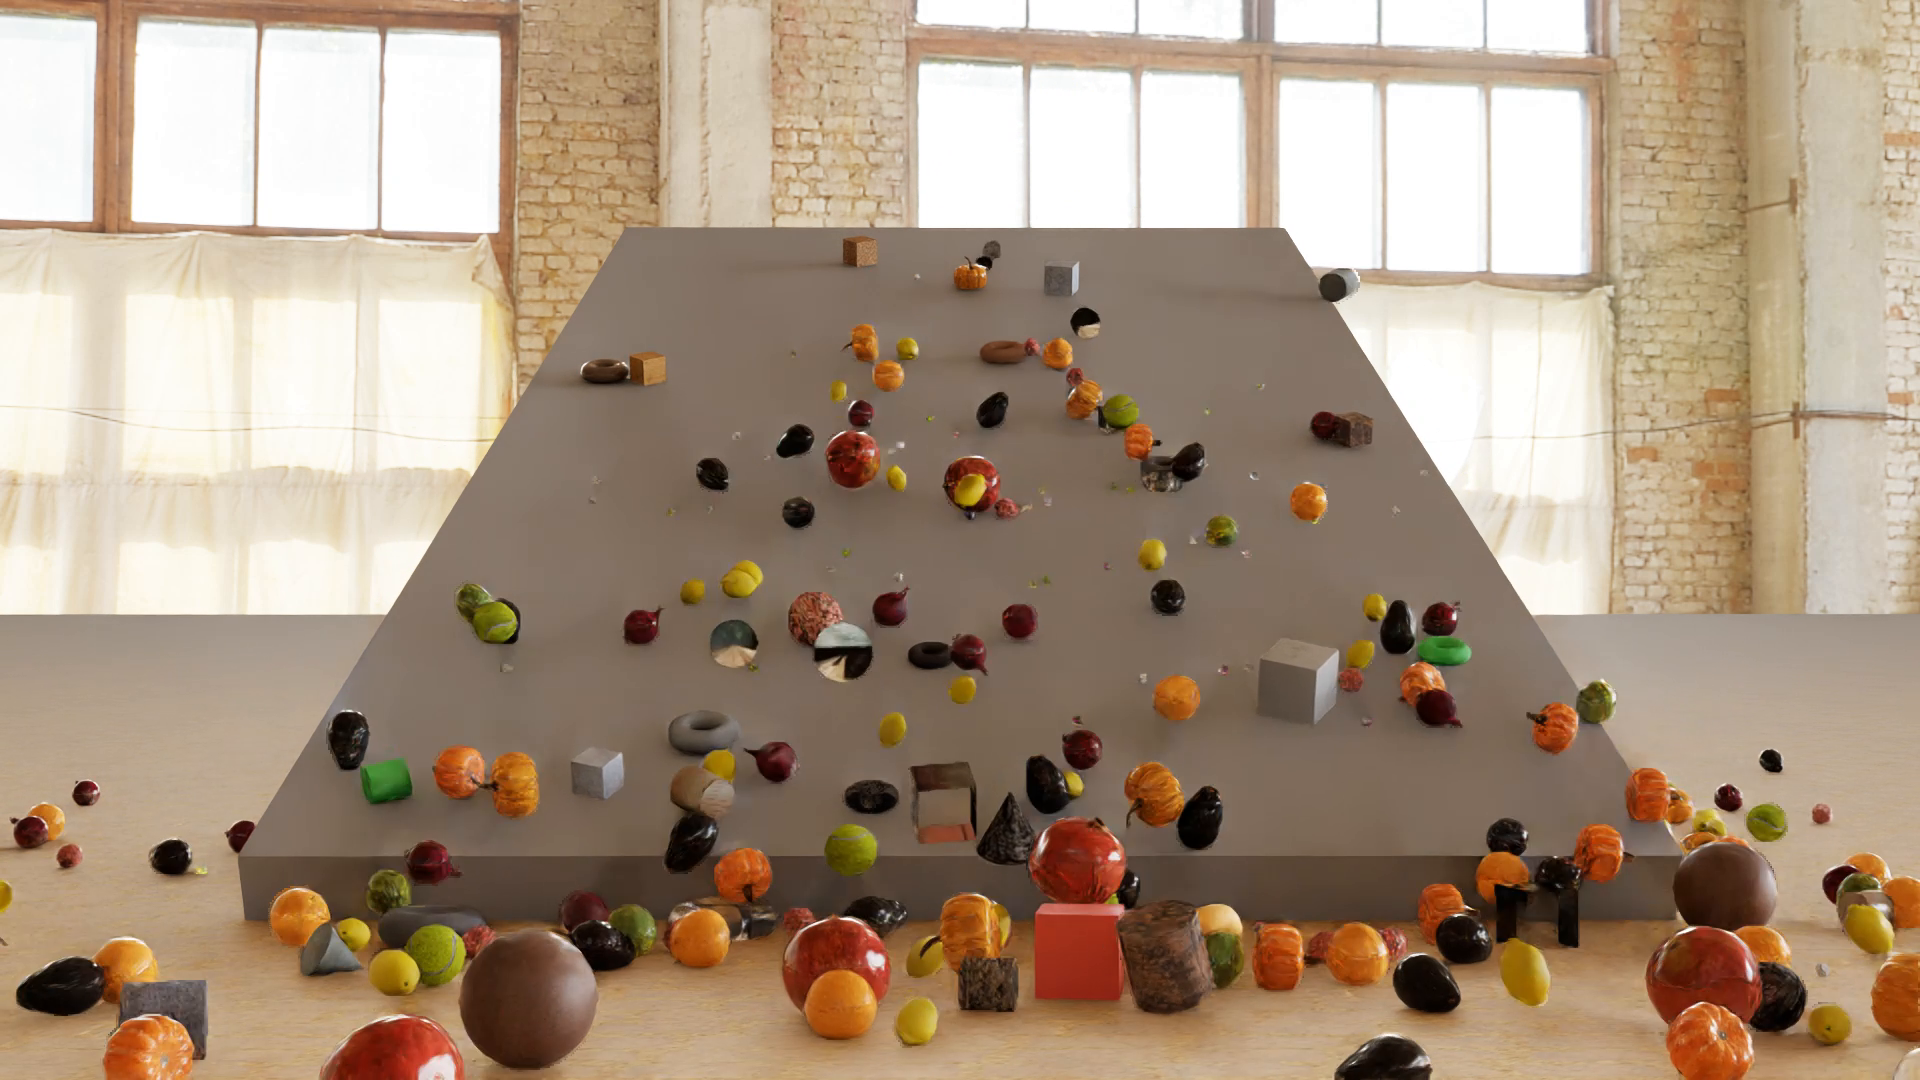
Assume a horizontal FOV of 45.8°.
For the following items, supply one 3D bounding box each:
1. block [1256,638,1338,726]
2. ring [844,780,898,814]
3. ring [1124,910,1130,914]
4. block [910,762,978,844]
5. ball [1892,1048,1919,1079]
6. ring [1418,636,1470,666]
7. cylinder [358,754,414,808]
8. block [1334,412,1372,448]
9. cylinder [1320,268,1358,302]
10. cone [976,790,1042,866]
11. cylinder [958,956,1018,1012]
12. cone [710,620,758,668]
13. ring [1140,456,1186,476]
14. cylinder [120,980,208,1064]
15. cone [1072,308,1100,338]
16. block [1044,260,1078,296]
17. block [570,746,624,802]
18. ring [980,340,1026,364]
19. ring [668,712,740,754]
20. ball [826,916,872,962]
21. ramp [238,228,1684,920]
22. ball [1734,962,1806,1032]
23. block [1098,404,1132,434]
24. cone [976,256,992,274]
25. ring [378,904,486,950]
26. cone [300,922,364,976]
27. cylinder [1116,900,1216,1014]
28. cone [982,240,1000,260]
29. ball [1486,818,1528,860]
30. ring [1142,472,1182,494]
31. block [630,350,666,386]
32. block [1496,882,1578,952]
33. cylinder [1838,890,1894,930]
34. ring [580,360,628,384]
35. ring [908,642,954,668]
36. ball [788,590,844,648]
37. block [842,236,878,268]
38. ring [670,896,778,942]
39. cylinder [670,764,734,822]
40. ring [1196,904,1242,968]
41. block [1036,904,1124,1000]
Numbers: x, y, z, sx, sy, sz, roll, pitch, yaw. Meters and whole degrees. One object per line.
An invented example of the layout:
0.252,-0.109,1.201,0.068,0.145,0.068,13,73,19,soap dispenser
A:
0.533,0.223,3.581,0.095,0.095,0.095,11,23,27,block
-0.127,0.371,3.279,0.079,0.026,0.079,1,19,0,ring
0.243,0.498,2.866,0.139,0.046,0.139,3,1,0,ring
-0.023,0.370,3.199,0.082,0.082,0.082,-3,21,-9,block
0.775,0.435,1.796,0.070,0.070,0.070,0,-2,0,ball
0.806,0.185,3.782,0.087,0.029,0.087,1,19,0,ring
-0.830,0.349,3.285,0.057,0.057,0.057,-29,16,-35,cylinder
0.845,-0.237,4.882,0.058,0.058,0.058,-10,23,-26,block
1.009,-0.681,6.051,0.078,0.078,0.078,-1,16,33,cylinder
0.070,0.387,3.140,0.092,0.092,0.092,0,20,0,cone
0.031,0.481,2.460,0.057,0.057,0.057,0,-2,10,cylinder
-0.377,0.176,3.791,0.080,0.080,0.080,0,-7,-4,cone
0.417,-0.148,4.678,0.094,0.031,0.094,1,20,0,ring
-0.767,0.463,2.188,0.076,0.076,0.076,0,-2,-15,cylinder
0.303,-0.538,5.728,0.080,0.080,0.080,1,-7,-18,cone
0.275,-0.709,6.132,0.077,0.077,0.077,6,21,14,block
-0.529,0.341,3.316,0.054,0.054,0.054,9,22,22,block
0.104,-0.454,5.499,0.111,0.037,0.111,-1,21,0,ring
-0.392,0.294,3.472,0.110,0.037,0.110,1,19,0,ring
-0.136,0.491,2.793,0.056,0.056,0.056,0,-2,0,ball
-0.005,-0.209,5.031,2.000,0.100,4.000,0,20,0,ramp
0.833,0.470,2.337,0.071,0.071,0.071,0,-2,0,ball
0.339,-0.265,4.963,0.052,0.052,0.052,-8,22,-22,block
0.075,-0.765,6.361,0.050,0.050,0.050,-1,-8,19,cone
-0.683,0.501,2.940,0.137,0.046,0.137,1,-2,0,ring
-0.742,0.502,2.718,0.067,0.067,0.067,33,-20,-31,cone
0.223,0.451,2.460,0.090,0.090,0.090,-14,14,4,cylinder
0.104,-0.824,6.516,0.057,0.057,0.057,-1,-9,27,cone
0.746,0.406,3.092,0.056,0.056,0.056,0,-2,0,ball
0.410,-0.117,4.599,0.083,0.028,0.083,1,20,0,ring
-0.732,-0.402,5.320,0.060,0.060,0.060,-16,26,-37,block
0.744,0.486,2.930,0.076,0.076,0.076,1,-2,-17,block
1.226,0.501,3.073,0.052,0.052,0.052,2,-2,-33,cylinder
-0.835,-0.397,5.339,0.113,0.038,0.113,1,19,0,ring
-0.048,0.191,3.768,0.076,0.025,0.076,-1,21,0,ring
-0.243,0.133,3.822,0.095,0.095,0.095,0,-2,0,ball
-0.284,-0.818,6.436,0.069,0.069,0.069,-15,25,-35,block
-0.313,0.502,3.008,0.145,0.048,0.145,-1,-2,0,ring
-0.369,0.362,3.243,0.065,0.065,0.065,19,11,39,cylinder
0.281,0.467,2.645,0.105,0.105,0.035,1,37,-38,ring
0.136,0.466,2.576,0.094,0.094,0.094,0,-2,7,block
